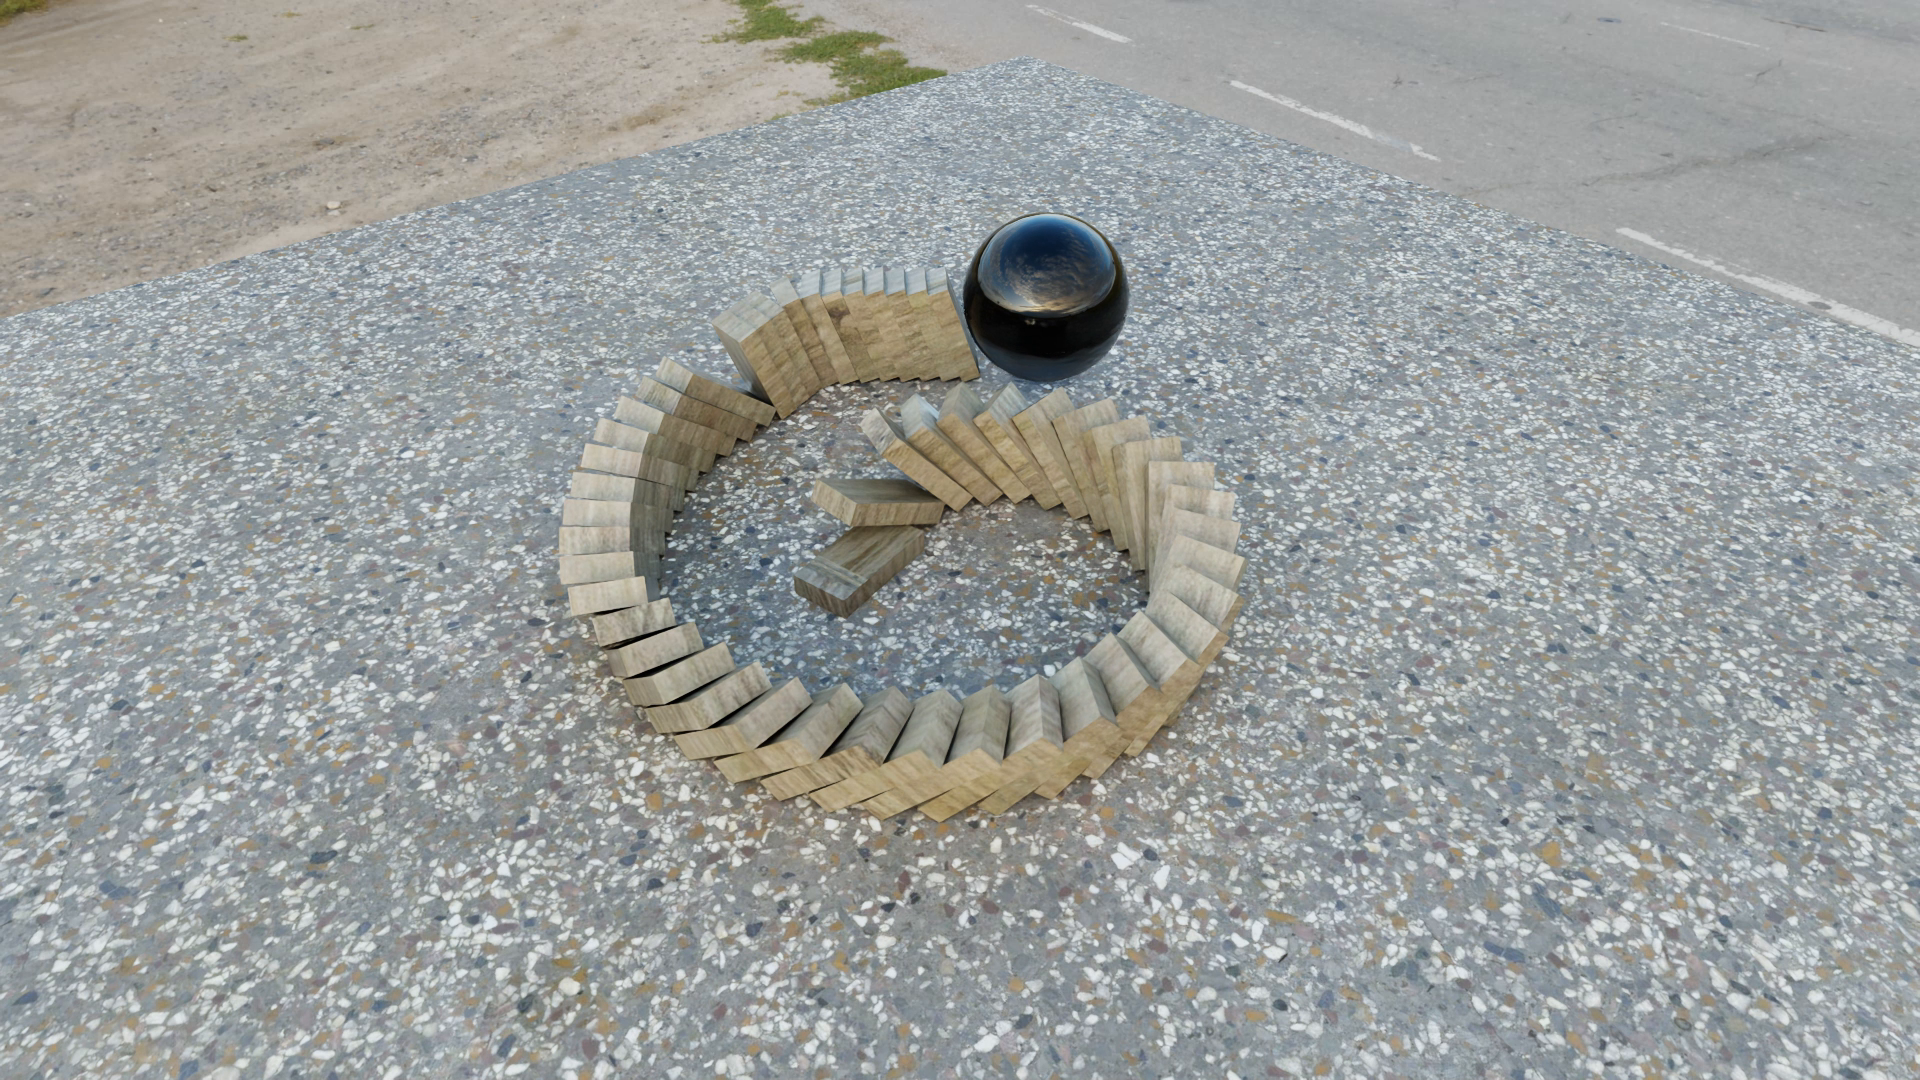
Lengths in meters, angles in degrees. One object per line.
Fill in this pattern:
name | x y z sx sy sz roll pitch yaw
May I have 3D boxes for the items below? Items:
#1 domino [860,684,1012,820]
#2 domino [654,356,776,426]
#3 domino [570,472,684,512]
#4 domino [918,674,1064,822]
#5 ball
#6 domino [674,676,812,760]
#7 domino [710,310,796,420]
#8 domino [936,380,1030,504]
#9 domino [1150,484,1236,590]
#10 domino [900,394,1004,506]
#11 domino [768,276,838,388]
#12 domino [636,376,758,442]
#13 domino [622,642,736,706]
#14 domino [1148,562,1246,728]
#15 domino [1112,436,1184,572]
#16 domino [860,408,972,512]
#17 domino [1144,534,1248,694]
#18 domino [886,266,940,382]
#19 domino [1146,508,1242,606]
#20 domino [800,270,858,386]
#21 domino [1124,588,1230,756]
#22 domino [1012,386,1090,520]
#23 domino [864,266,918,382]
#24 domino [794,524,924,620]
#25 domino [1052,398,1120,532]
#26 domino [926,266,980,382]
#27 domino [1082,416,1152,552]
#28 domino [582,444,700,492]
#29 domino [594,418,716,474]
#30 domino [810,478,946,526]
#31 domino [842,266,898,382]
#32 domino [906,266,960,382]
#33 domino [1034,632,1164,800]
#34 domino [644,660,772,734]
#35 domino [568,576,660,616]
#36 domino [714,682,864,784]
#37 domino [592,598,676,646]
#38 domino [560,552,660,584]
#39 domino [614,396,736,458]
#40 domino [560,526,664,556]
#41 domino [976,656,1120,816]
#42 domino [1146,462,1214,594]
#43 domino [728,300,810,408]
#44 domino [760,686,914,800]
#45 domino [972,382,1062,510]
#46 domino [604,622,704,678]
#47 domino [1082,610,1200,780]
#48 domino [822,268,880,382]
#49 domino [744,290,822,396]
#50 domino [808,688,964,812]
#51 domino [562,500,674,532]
domino | -0.007 0.066 0.339 0.050 0.009 0.025 -31 27 31
domino | -0.110 -0.067 0.500 0.025 0.009 0.050 32 8 38
domino | -0.133 -0.019 0.443 0.025 0.009 0.050 6 -1 8
domino | 0.009 0.065 0.340 0.050 0.009 0.025 -35 31 25
ball | 0.041 -0.117 0.530 0.080 0.080 0.080 0 39 0
domino | -0.070 0.057 0.349 0.025 0.010 0.050 -37 10 -36
domino | -0.095 -0.081 0.510 0.010 0.050 0.025 -42 52 -16
domino | 0.012 -0.041 0.467 0.010 0.050 0.025 -32 25 32
domino | 0.086 0.006 0.411 0.025 0.010 0.050 9 84 11
domino | -0.003 -0.038 0.462 0.009 0.050 0.025 -38 35 20
domino | -0.076 -0.100 0.533 0.009 0.050 0.025 -27 44 -4
domino | -0.117 -0.058 0.490 0.025 0.009 0.050 27 5 30
domino | -0.094 0.045 0.365 0.025 0.010 0.050 -26 4 -28
domino | 0.073 0.035 0.375 0.025 0.009 0.050 31 92 32
domino | 0.078 -0.014 0.435 0.025 0.050 0.009 -8 -5 -10
domino | -0.018 -0.033 0.456 0.009 0.050 0.025 -46 43 10
domino | 0.079 0.026 0.387 0.025 0.009 0.050 22 88 24
domino | -0.023 -0.106 0.540 0.009 0.050 0.025 -17 39 9
domino | 0.083 0.016 0.399 0.025 0.010 0.050 14 85 17
domino | -0.063 -0.104 0.538 0.009 0.050 0.025 -17 39 9
domino | 0.063 0.044 0.365 0.050 0.010 0.025 -53 51 6
domino | 0.045 -0.037 0.462 0.025 0.050 0.010 -36 7 -36
domino | -0.033 -0.106 0.540 0.010 0.050 0.025 -17 39 9
domino | -0.039 0.009 0.433 0.025 0.010 0.050 24 45 26
domino | 0.060 -0.031 0.455 0.025 0.050 0.009 -22 0 -25
domino | -0.003 -0.106 0.540 0.010 0.050 0.025 -17 39 9
domino | 0.069 -0.023 0.446 0.025 0.050 0.009 -15 -3 -18
domino | -0.131 -0.030 0.455 0.025 0.010 0.050 11 -2 13
domino | -0.129 -0.040 0.467 0.025 0.009 0.050 17 1 20
domino | -0.033 -0.016 0.445 0.025 0.010 0.050 31 22 36
domino | -0.043 -0.106 0.540 0.010 0.050 0.025 -17 39 9
domino | -0.013 -0.106 0.540 0.009 0.050 0.025 -17 39 9
domino | 0.039 0.056 0.350 0.050 0.009 0.025 -46 42 13
domino | -0.082 0.051 0.356 0.025 0.009 0.050 -31 7 -32
domino | -0.123 0.020 0.395 0.025 0.010 0.050 -9 -1 -11
domino | -0.054 0.061 0.344 0.050 0.009 0.025 -24 17 45
domino | -0.114 0.029 0.384 0.025 0.009 0.050 -16 0 -18
domino | -0.128 0.011 0.406 0.025 0.009 0.050 -5 -2 -5
domino | -0.123 -0.049 0.479 0.025 0.009 0.050 22 3 25
domino | -0.131 0.001 0.418 0.025 0.010 0.050 -1 -2 -1
domino | 0.024 0.061 0.344 0.050 0.010 0.025 -40 36 19
domino | 0.085 -0.005 0.423 0.025 0.010 0.050 1 84 0
domino | -0.090 -0.087 0.517 0.009 0.050 0.025 -41 52 -15
domino | -0.039 0.064 0.341 0.050 0.010 0.025 -27 21 40
domino | 0.029 -0.040 0.466 0.010 0.050 0.025 -27 18 43
domino | -0.105 0.037 0.374 0.025 0.009 0.050 -21 2 -23
domino | 0.051 0.050 0.357 0.050 0.009 0.025 -50 47 9
domino | -0.053 -0.105 0.539 0.009 0.050 0.025 -17 39 9
domino | -0.085 -0.093 0.525 0.010 0.050 0.025 -40 52 -15
domino | -0.023 0.065 0.339 0.050 0.010 0.025 -29 24 35
domino | -0.133 -0.009 0.430 0.025 0.010 0.050 3 -2 3
